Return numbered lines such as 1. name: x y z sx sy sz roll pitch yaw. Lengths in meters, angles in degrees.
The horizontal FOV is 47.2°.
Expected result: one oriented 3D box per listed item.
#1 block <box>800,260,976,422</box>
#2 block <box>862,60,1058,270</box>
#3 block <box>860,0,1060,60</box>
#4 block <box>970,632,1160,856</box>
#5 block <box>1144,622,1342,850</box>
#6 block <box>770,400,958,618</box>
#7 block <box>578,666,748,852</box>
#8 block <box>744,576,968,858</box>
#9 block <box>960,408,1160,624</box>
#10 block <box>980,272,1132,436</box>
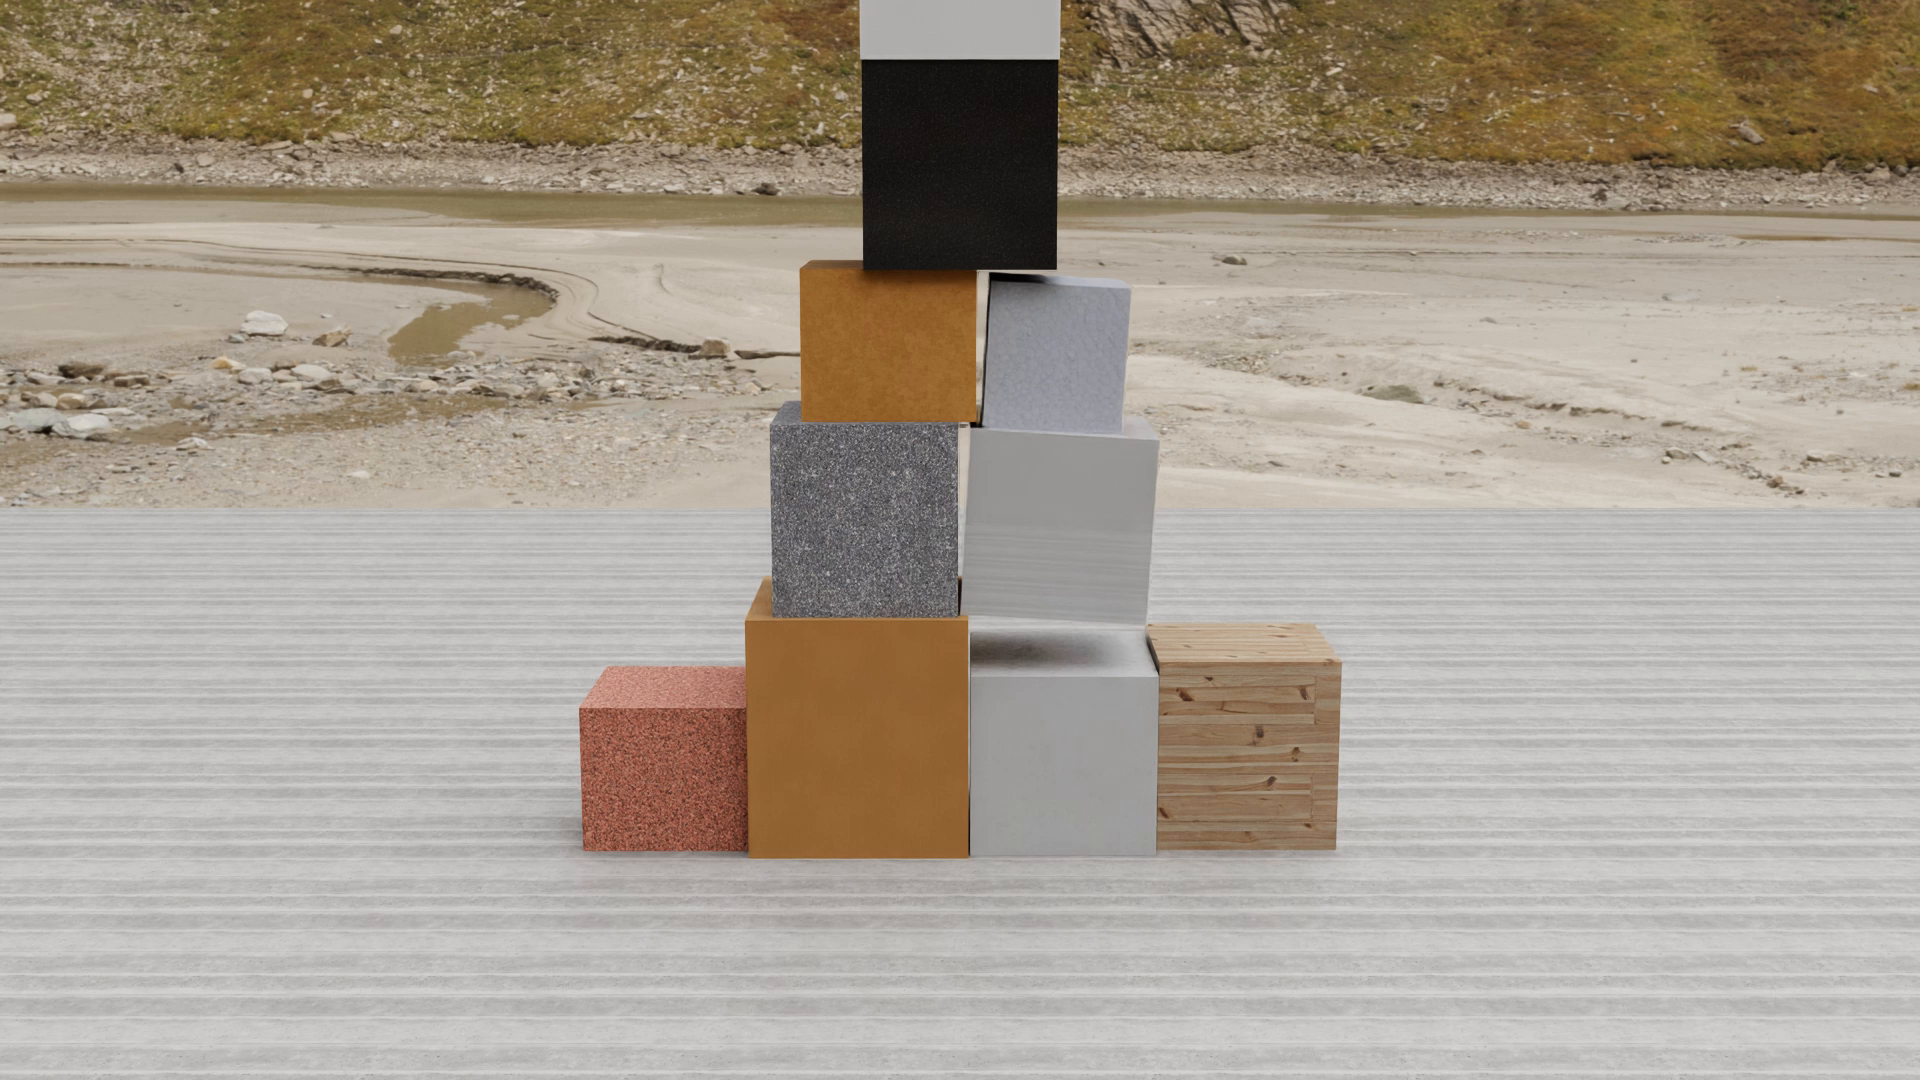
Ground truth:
1. block: -0.344 -1.010 11.015 0.851 0.738 0.821 0 10 0
2. block: 0.000 -1.854 10.852 0.923 0.980 0.939 0 10 0
3. block: 0.000 -2.729 10.674 0.935 0.806 0.938 0 10 0
4. block: 0.513 1.029 11.352 0.924 0.914 1.010 0 10 0
5. block: 1.435 0.997 11.375 0.899 0.968 0.895 0 10 0
6. block: -0.462 -0.176 11.142 0.906 0.948 0.999 0 10 0
7. block: -1.470 1.115 11.369 0.829 0.738 0.876 0 10 0
8. block: -0.502 0.885 11.324 1.086 1.206 1.104 0 10 0
9. block: 0.483 -0.139 11.161 0.914 0.917 0.909 3 10 -1
10. block: 0.468 -0.944 11.018 0.679 0.714 0.711 3 10 -1
